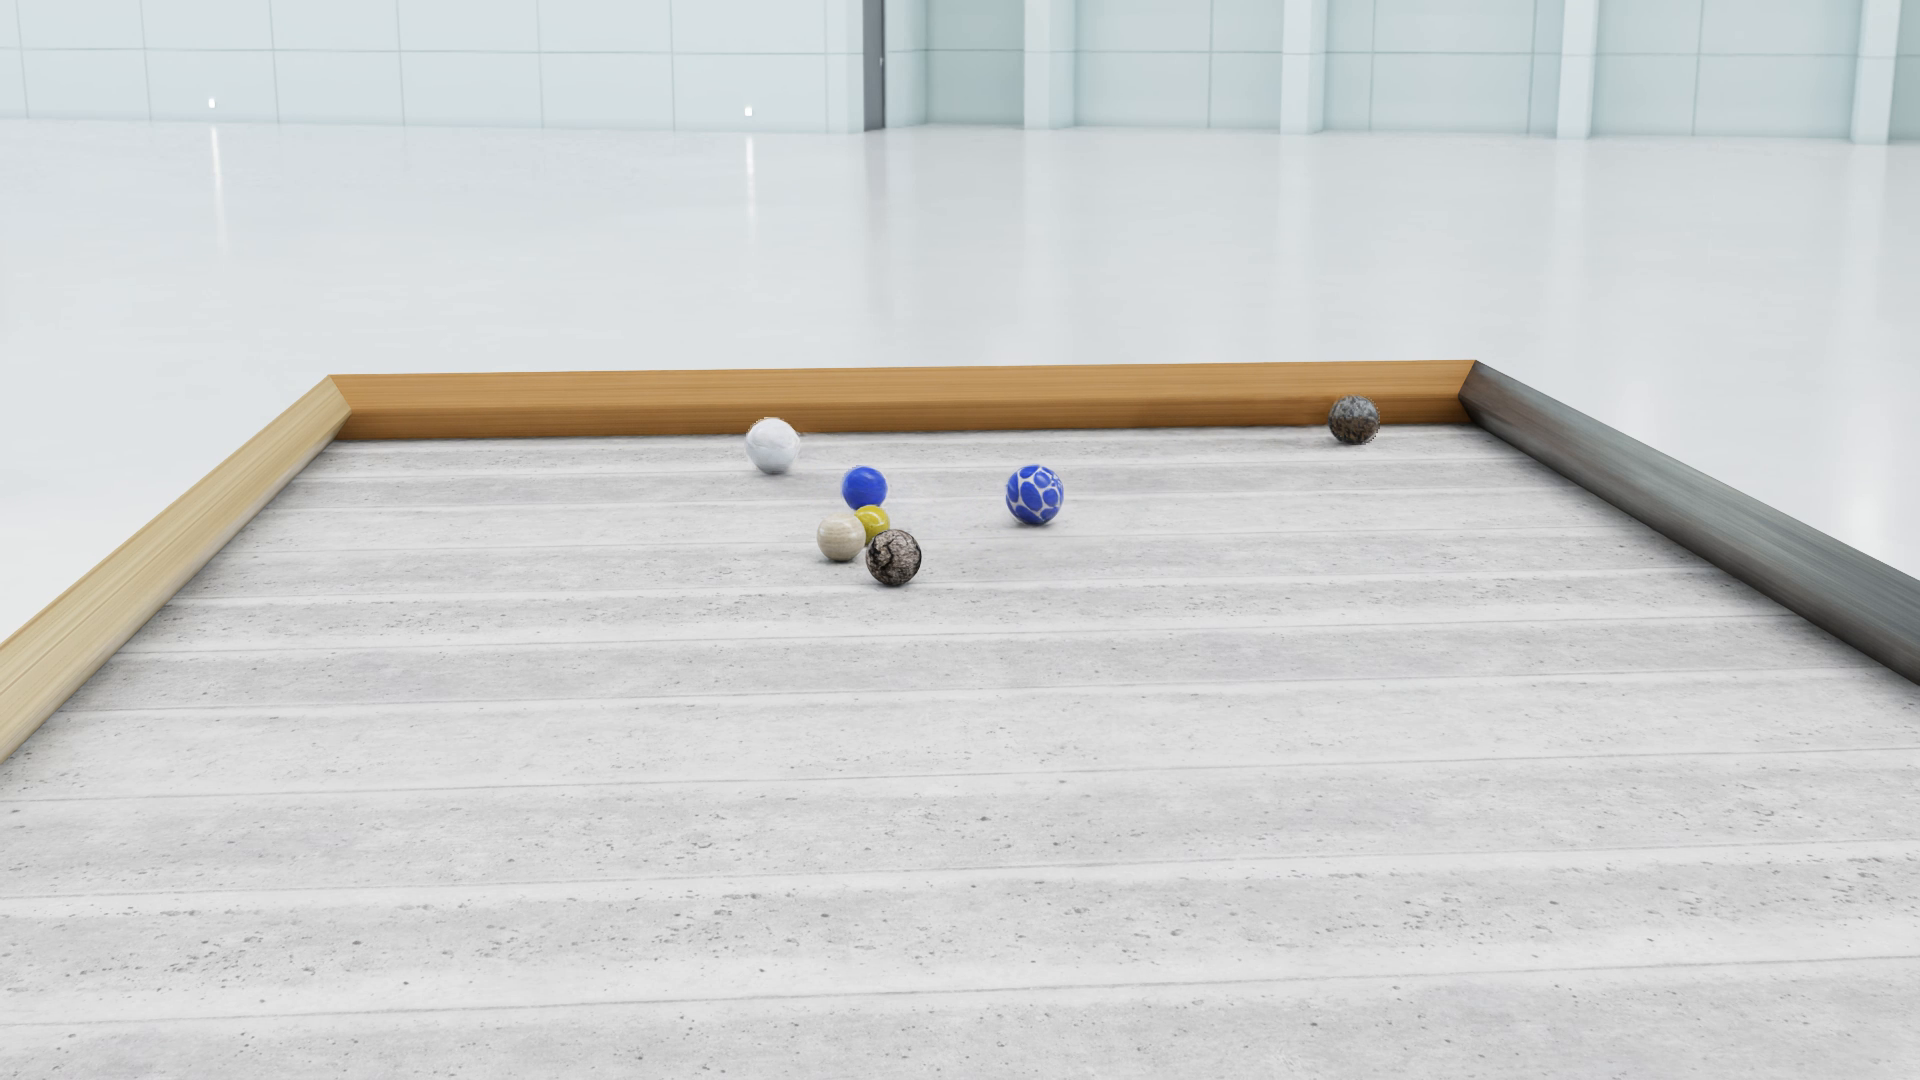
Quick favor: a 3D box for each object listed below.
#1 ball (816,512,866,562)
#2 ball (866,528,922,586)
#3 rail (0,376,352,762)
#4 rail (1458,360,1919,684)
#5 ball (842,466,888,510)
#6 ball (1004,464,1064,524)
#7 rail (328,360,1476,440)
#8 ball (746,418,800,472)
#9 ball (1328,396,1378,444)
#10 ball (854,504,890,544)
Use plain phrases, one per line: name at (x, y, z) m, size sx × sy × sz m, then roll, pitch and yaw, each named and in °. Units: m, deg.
ball at (-0.164, -0.005, 3.026) m, size 0.068 × 0.068 × 0.068 m, roll 0°, pitch 14°, yaw 0°
ball at (-0.088, 0.023, 2.900) m, size 0.075 × 0.075 × 0.075 m, roll 0°, pitch 14°, yaw 0°
rail at (-0.923, 0.232, 1.939) m, size 0.045 × 0.115 × 4.001 m, roll -1°, pitch 14°, yaw -5°
rail at (1.087, 0.193, 2.101) m, size 0.045 × 0.115 × 4.001 m, roll -1°, pitch 14°, yaw -5°
ball at (-0.144, -0.076, 3.321) m, size 0.070 × 0.070 × 0.070 m, roll 0°, pitch 14°, yaw 0°
ball at (0.110, -0.067, 3.241) m, size 0.088 × 0.088 × 0.088 m, roll 0°, pitch 14°, yaw 0°
rail at (-0.080, -0.249, 3.935) m, size 2.064 × 0.115 × 0.045 m, roll -1°, pitch 14°, yaw -5°
ball at (-0.307, -0.154, 3.604) m, size 0.089 × 0.089 × 0.089 m, roll 0°, pitch 14°, yaw 0°
ball at (0.686, -0.210, 3.839) m, size 0.086 × 0.086 × 0.086 m, roll 0°, pitch 14°, yaw 0°
ball at (-0.127, -0.021, 3.119) m, size 0.057 × 0.057 × 0.057 m, roll 0°, pitch 14°, yaw 0°
